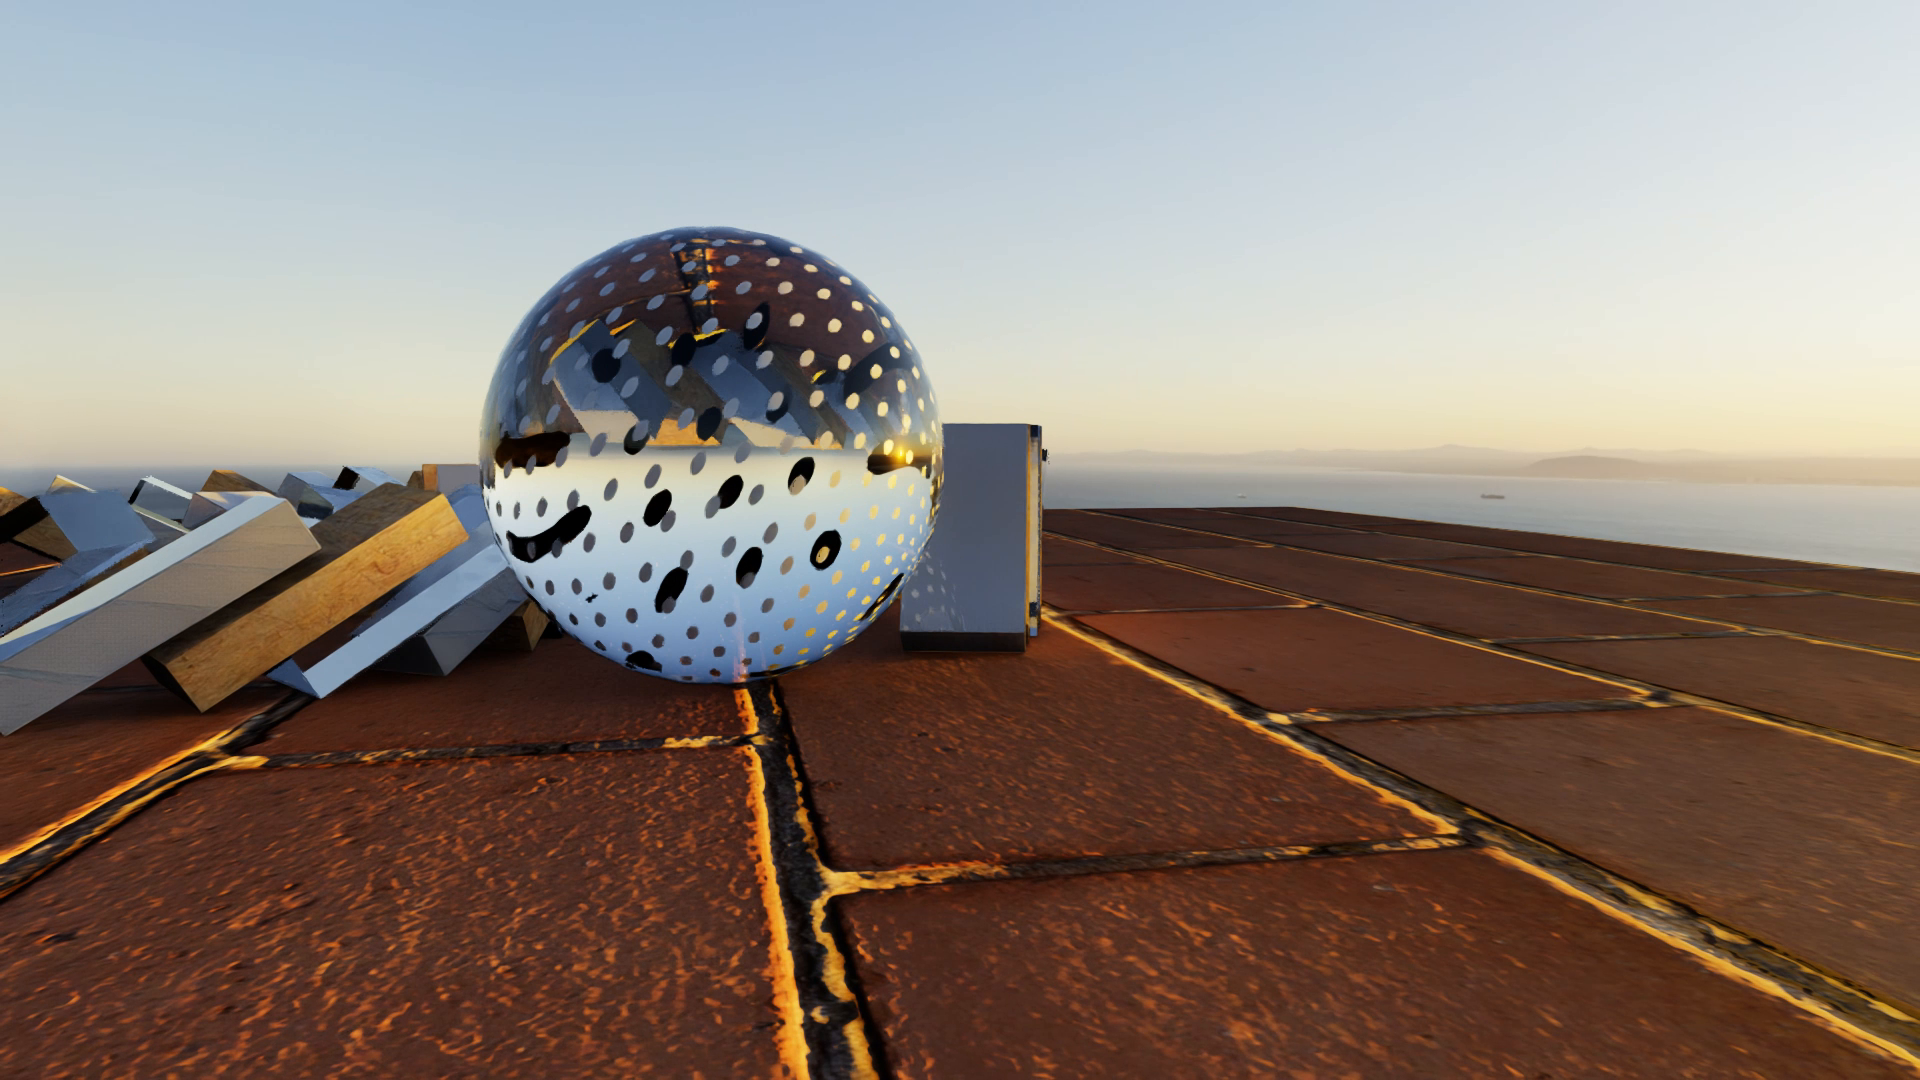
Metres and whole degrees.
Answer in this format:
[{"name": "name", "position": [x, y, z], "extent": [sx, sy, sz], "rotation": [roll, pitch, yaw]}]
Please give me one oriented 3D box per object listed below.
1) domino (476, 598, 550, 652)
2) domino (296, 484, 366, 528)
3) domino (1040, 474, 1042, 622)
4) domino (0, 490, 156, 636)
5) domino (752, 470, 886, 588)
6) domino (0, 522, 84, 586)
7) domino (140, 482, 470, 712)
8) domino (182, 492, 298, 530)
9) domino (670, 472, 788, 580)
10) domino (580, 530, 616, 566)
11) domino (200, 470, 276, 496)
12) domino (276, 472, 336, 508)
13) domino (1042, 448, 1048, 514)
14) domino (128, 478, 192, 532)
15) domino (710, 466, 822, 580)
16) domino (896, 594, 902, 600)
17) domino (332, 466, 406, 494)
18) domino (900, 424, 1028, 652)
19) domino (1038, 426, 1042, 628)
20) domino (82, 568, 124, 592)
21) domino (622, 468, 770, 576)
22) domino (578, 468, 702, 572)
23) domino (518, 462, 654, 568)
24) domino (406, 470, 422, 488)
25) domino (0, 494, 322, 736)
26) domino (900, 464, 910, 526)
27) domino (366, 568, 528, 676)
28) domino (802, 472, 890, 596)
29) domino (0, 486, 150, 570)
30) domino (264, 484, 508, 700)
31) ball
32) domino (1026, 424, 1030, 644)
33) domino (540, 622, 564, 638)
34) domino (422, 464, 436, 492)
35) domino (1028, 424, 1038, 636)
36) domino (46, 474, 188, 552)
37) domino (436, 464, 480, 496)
[{"name": "domino", "position": [-0.097, 0.003, 0.281], "extent": [0.025, 0.009, 0.050], "rotation": [4, 37, 5]}, {"name": "domino", "position": [-0.151, 0.001, 0.342], "extent": [0.050, 0.009, 0.025], "rotation": [29, 9, 30]}, {"name": "domino", "position": [0.008, -0.005, 0.316], "extent": [0.025, 0.050, 0.009], "rotation": [0, -29, 4]}, {"name": "domino", "position": [-0.150, 0.011, 0.190], "extent": [0.050, 0.009, 0.025], "rotation": [-34, 9, -6]}, {"name": "domino", "position": [-0.041, -0.004, 0.397], "extent": [0.025, 0.009, 0.050], "rotation": [-2, 36, -42]}, {"name": "domino", "position": [-0.288, -0.002, 0.375], "extent": [0.025, 0.009, 0.050], "rotation": [3, -24, 43]}, {"name": "domino", "position": [-0.113, 0.008, 0.221], "extent": [0.025, 0.009, 0.050], "rotation": [9, 40, 44]}, {"name": "domino", "position": [-0.173, 0.002, 0.337], "extent": [0.050, 0.009, 0.025], "rotation": [26, 7, 9]}, {"name": "domino", "position": [-0.070, -0.006, 0.421], "extent": [0.050, 0.009, 0.025], "rotation": [39, 27, 32]}, {"name": "domino", "position": [-0.147, -0.009, 0.445], "extent": [0.050, 0.009, 0.025], "rotation": [34, 7, 5]}, {"name": "domino", "position": [-0.226, -0.007, 0.432], "extent": [0.050, 0.009, 0.025], "rotation": [30, -7, -17]}, {"name": "domino", "position": [-0.204, -0.007, 0.440], "extent": [0.050, 0.009, 0.025], "rotation": [29, 1, -7]}, {"name": "domino", "position": [0.008, -0.004, 0.333], "extent": [0.025, 0.009, 0.050], "rotation": [4, 48, 5]}, {"name": "domino", "position": [-0.243, -0.005, 0.421], "extent": [0.050, 0.009, 0.025], "rotation": [28, -8, -24]}, {"name": "domino", "position": [-0.056, -0.006, 0.410], "extent": [0.025, 0.009, 0.050], "rotation": [-2, 36, -46]}, {"name": "domino", "position": [-0.014, -0.004, 0.367], "extent": [0.025, 0.009, 0.050], "rotation": [-1, 41, -26]}, {"name": "domino", "position": [-0.187, -0.008, 0.443], "extent": [0.050, 0.009, 0.025], "rotation": [31, 1, -4]}, {"name": "domino", "position": [0.002, -0.001, 0.271], "extent": [0.025, 0.050, 0.009], "rotation": [0, -29, 4]}, {"name": "domino", "position": [0.007, -0.004, 0.304], "extent": [0.025, 0.050, 0.009], "rotation": [0, -29, 4]}, {"name": "domino", "position": [-0.198, 0.013, 0.337], "extent": [0.050, 0.009, 0.025], "rotation": [0, 4, 6]}, {"name": "domino", "position": [-0.088, -0.007, 0.432], "extent": [0.050, 0.009, 0.025], "rotation": [38, 23, 27]}, {"name": "domino", "position": [-0.107, -0.008, 0.440], "extent": [0.050, 0.010, 0.025], "rotation": [36, 19, 22]}, {"name": "domino", "position": [-0.129, -0.009, 0.444], "extent": [0.050, 0.009, 0.025], "rotation": [34, 8, 11]}, {"name": "domino", "position": [-0.164, -0.008, 0.446], "extent": [0.050, 0.010, 0.025], "rotation": [31, 7, 3]}, {"name": "domino", "position": [-0.132, 0.010, 0.207], "extent": [0.050, 0.009, 0.025], "rotation": [-39, 26, -30]}, {"name": "domino", "position": [-0.001, -0.002, 0.350], "extent": [0.025, 0.010, 0.050], "rotation": [-1, 39, -9]}, {"name": "domino", "position": [-0.097, 0.007, 0.256], "extent": [0.025, 0.009, 0.050], "rotation": [2, 35, 25]}, {"name": "domino", "position": [-0.025, -0.003, 0.382], "extent": [0.025, 0.010, 0.050], "rotation": [-3, 35, -31]}, {"name": "domino", "position": [-0.277, -0.004, 0.389], "extent": [0.025, 0.010, 0.050], "rotation": [1, -26, 47]}, {"name": "domino", "position": [-0.103, 0.008, 0.235], "extent": [0.025, 0.009, 0.050], "rotation": [6, 38, 42]}, {"name": "ball", "position": [-0.043, -0.014, 0.227], "extent": [0.080, 0.080, 0.080], "rotation": [0, 4, 0]}, {"name": "domino", "position": [0.003, -0.002, 0.282], "extent": [0.025, 0.050, 0.009], "rotation": [0, -29, 4]}, {"name": "domino", "position": [-0.099, 0.003, 0.298], "extent": [0.025, 0.009, 0.050], "rotation": [1, 37, 1]}, {"name": "domino", "position": [-0.123, -0.001, 0.330], "extent": [0.025, 0.009, 0.050], "rotation": [-2, 40, -27]}, {"name": "domino", "position": [0.005, -0.003, 0.293], "extent": [0.025, 0.050, 0.009], "rotation": [0, -29, 4]}, {"name": "domino", "position": [-0.261, -0.004, 0.406], "extent": [0.050, 0.009, 0.025], "rotation": [32, -14, -31]}, {"name": "domino", "position": [-0.114, 0.000, 0.316], "extent": [0.025, 0.009, 0.050], "rotation": [-1, 40, -26]}]
